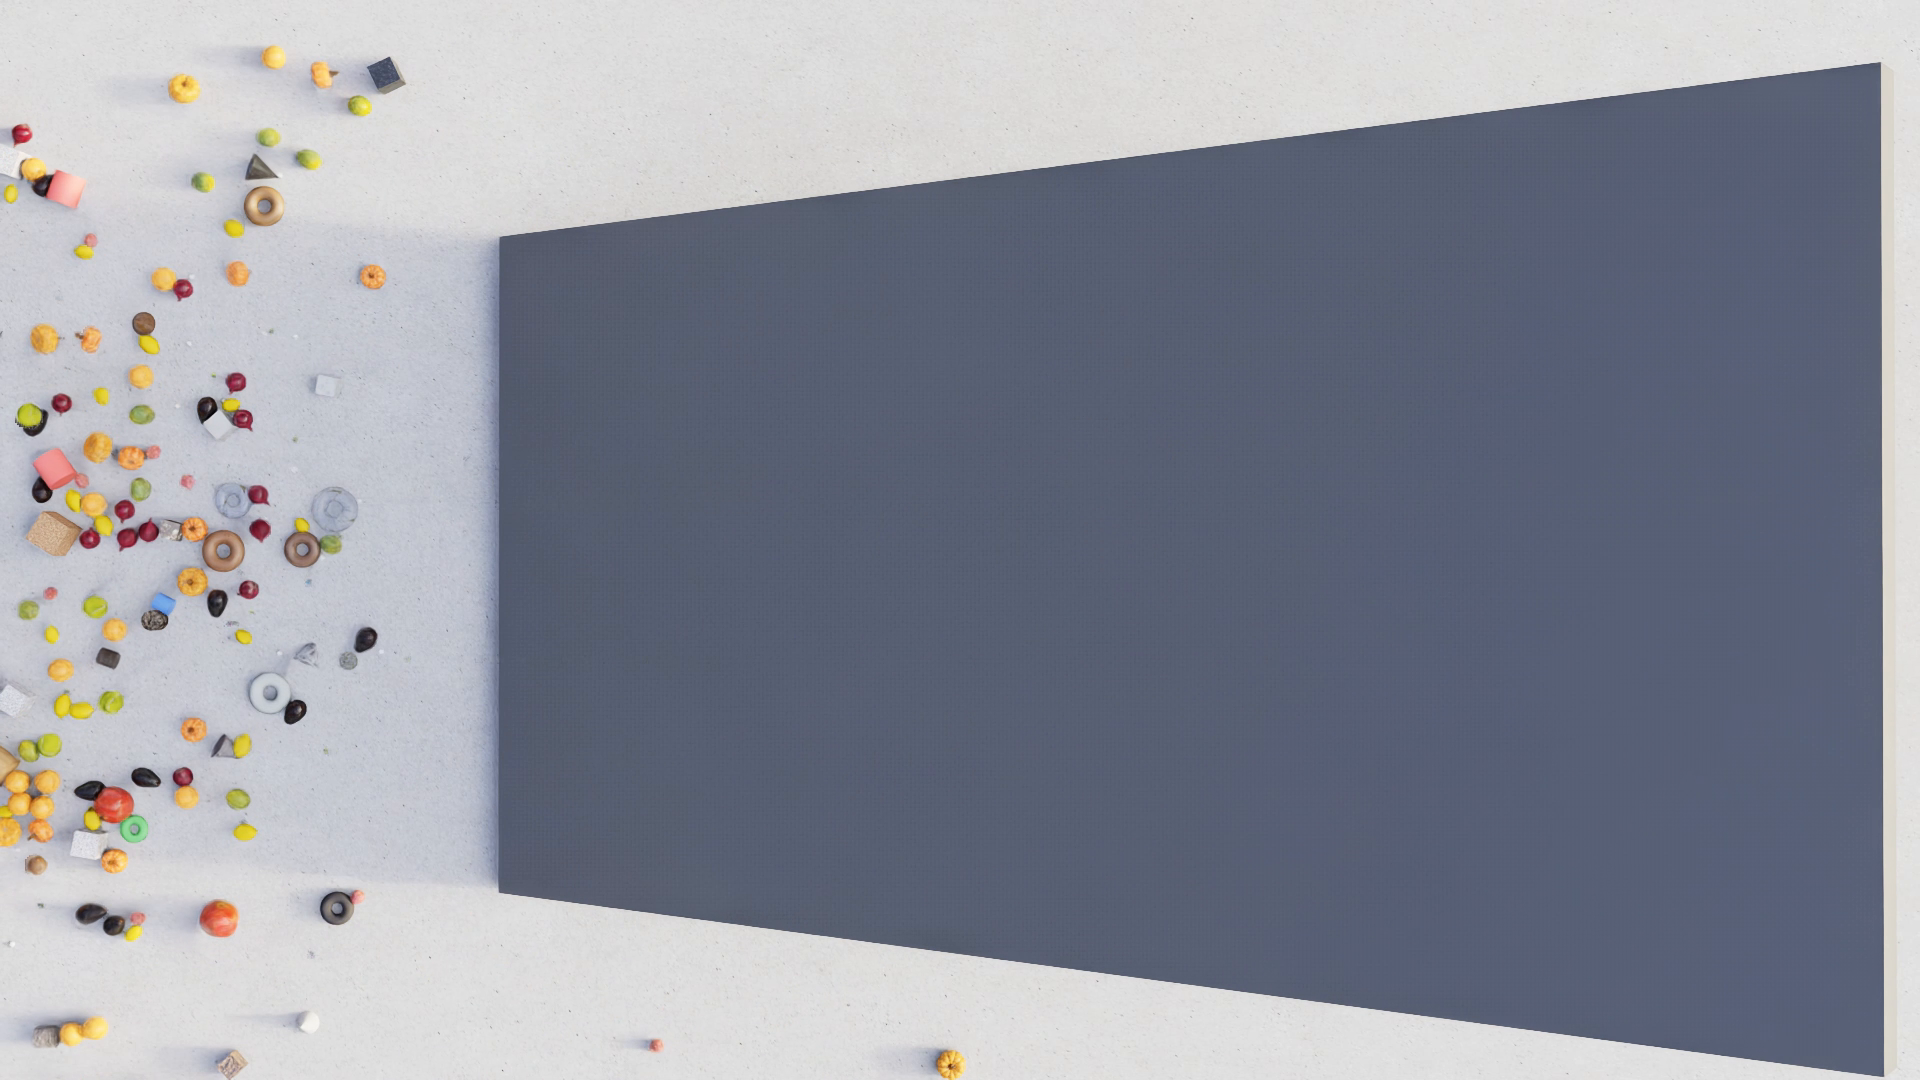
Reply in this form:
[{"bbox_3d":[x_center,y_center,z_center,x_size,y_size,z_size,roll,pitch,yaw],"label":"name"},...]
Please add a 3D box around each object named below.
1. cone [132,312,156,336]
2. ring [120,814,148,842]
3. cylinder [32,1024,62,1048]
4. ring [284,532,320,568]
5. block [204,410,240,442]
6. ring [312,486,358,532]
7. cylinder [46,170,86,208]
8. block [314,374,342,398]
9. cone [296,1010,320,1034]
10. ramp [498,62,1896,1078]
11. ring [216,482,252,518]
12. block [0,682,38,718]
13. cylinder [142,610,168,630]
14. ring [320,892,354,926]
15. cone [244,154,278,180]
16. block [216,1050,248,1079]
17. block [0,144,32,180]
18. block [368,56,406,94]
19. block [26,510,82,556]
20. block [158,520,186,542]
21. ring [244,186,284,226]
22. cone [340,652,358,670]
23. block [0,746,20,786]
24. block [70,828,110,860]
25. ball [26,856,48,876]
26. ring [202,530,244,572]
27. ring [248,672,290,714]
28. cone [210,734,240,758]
[{"bbox_3d":[-2.519,-0.668,6.751,0.072,0.072,0.072,0,90,0],"label":"cone"},{"bbox_3d":[-2.539,0.888,6.761,0.087,0.029,0.087,0,91,0],"label":"ring"},{"bbox_3d":[-2.798,1.521,6.739,0.064,0.064,0.064,-10,90,15],"label":"cylinder"},{"bbox_3d":[-2.023,0.029,6.763,0.113,0.038,0.113,0,91,0],"label":"ring"},{"bbox_3d":[-2.267,-0.351,6.752,0.066,0.066,0.066,-40,90,0],"label":"block"},{"bbox_3d":[-1.922,-0.094,6.760,0.143,0.048,0.143,0,90,1],"label":"ring"},{"bbox_3d":[-2.741,-1.076,6.744,0.093,0.093,0.093,20,90,0],"label":"cylinder"},{"bbox_3d":[-1.939,-0.471,6.756,0.059,0.059,0.059,11,90,0],"label":"block"},{"bbox_3d":[-2.009,1.485,6.735,0.072,0.072,0.072,0,90,0],"label":"cone"},{"bbox_3d":[0.236,0.066,5.556,4.000,0.100,2.000,0,89,36],"label":"ramp"},{"bbox_3d":[-2.235,-0.121,6.765,0.113,0.038,0.113,0,91,0],"label":"ring"},{"bbox_3d":[-2.892,0.491,6.740,0.076,0.076,0.076,34,90,0],"label":"block"},{"bbox_3d":[-2.471,0.247,6.749,0.062,0.062,0.062,0,90,0],"label":"cylinder"},{"bbox_3d":[-1.914,1.132,6.757,0.104,0.035,0.104,0,90,-1],"label":"ring"},{"bbox_3d":[-2.142,-1.132,6.770,0.089,0.089,0.089,19,90,-27],"label":"cone"},{"bbox_3d":[-2.229,1.610,6.741,0.058,0.058,0.058,-43,90,0],"label":"block"},{"bbox_3d":[-2.920,-1.162,6.750,0.082,0.082,0.082,21,90,0],"label":"block"},{"bbox_3d":[-1.760,-1.426,6.754,0.077,0.077,0.077,-26,90,0],"label":"block"},{"bbox_3d":[-2.774,-0.020,6.733,0.099,0.099,0.099,32,90,0],"label":"block"},{"bbox_3d":[-2.419,-0.029,6.755,0.054,0.054,0.054,16,90,0],"label":"block"},{"bbox_3d":[-2.142,-1.027,6.769,0.125,0.042,0.125,0,91,-1],"label":"ring"},{"bbox_3d":[-1.885,0.373,6.751,0.057,0.057,0.057,0,90,0],"label":"cone"},{"bbox_3d":[-2.963,0.691,6.728,0.099,0.099,0.099,40,90,0],"label":"block"},{"bbox_3d":[-2.665,0.930,6.737,0.077,0.077,0.077,10,90,0],"label":"block"},{"bbox_3d":[-2.831,0.999,6.746,0.058,0.058,0.058,0,90,0],"label":"ball"},{"bbox_3d":[-2.264,0.034,6.760,0.131,0.044,0.131,0,91,1],"label":"ring"},{"bbox_3d":[-2.121,0.471,6.757,0.130,0.043,0.130,0,89,1],"label":"ring"},{"bbox_3d":[-2.244,0.652,6.759,0.082,0.082,0.082,36,90,-26],"label":"cone"}]
